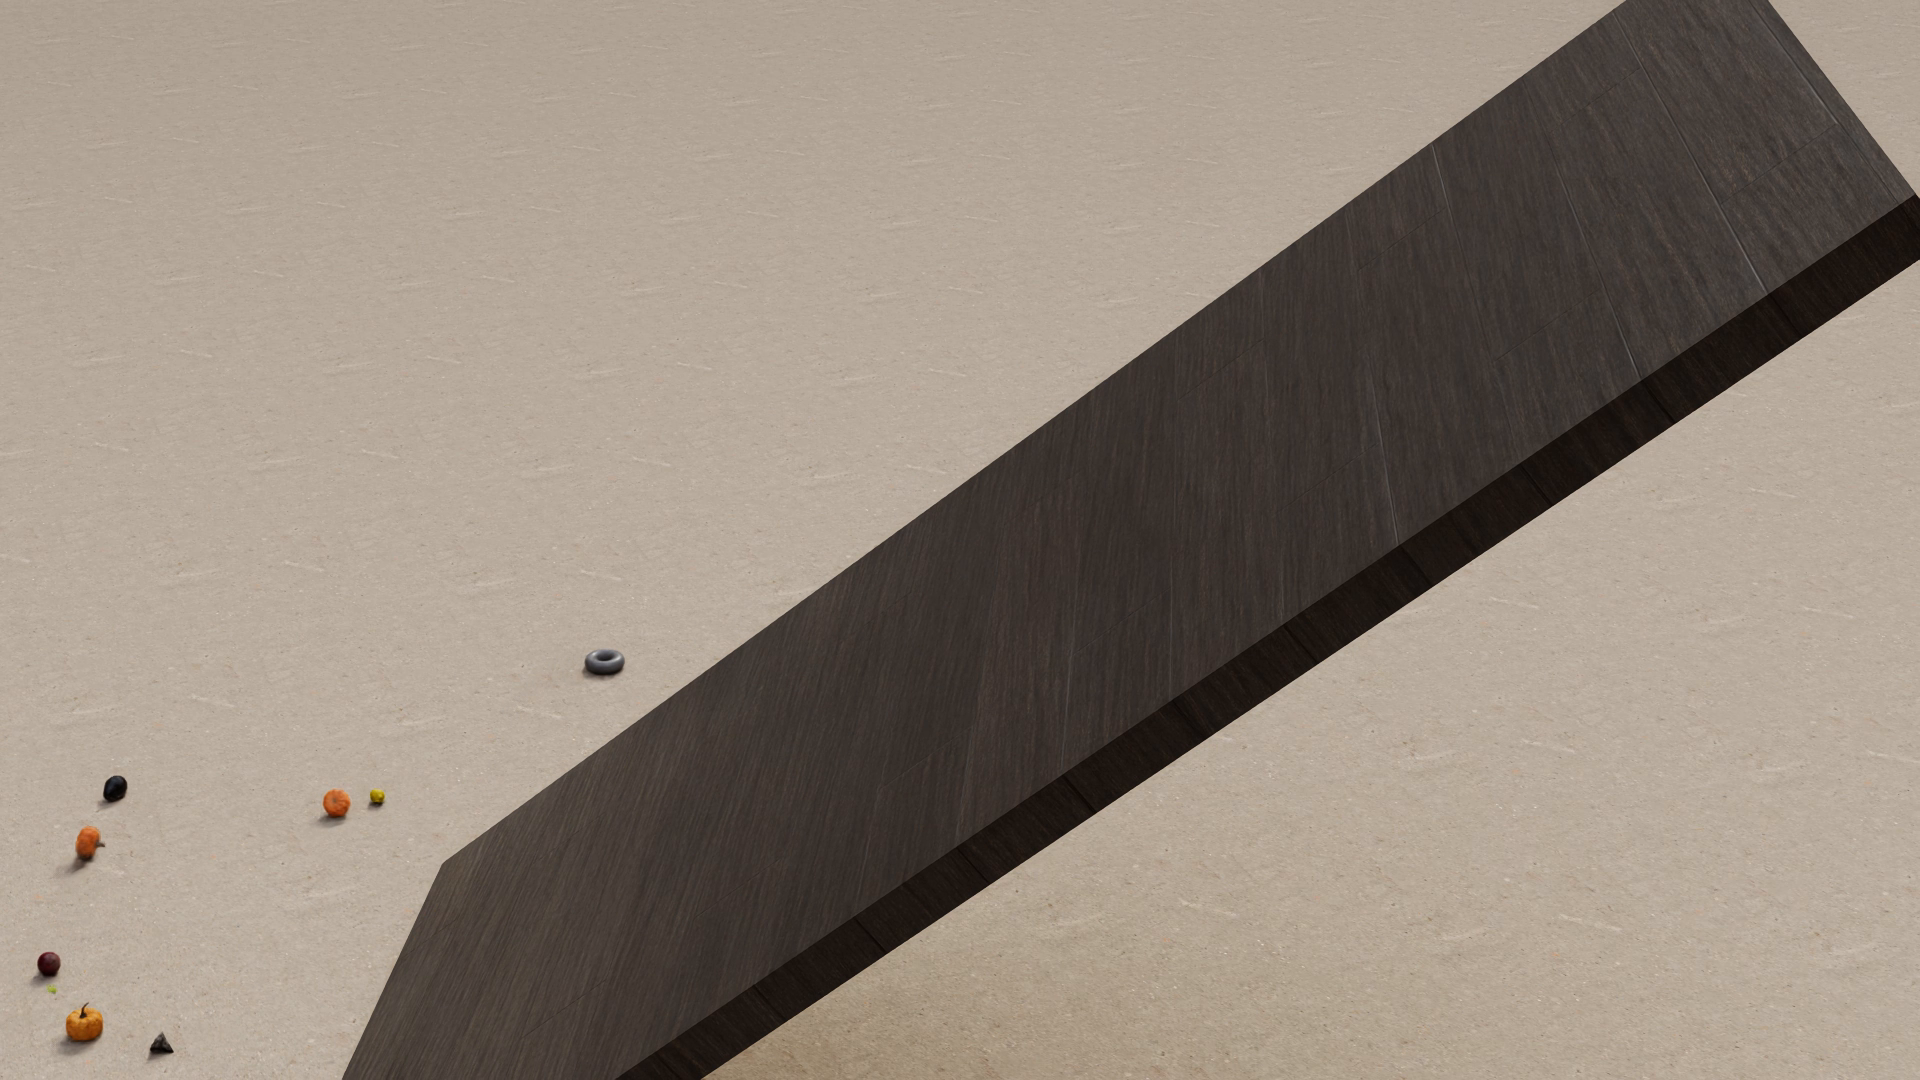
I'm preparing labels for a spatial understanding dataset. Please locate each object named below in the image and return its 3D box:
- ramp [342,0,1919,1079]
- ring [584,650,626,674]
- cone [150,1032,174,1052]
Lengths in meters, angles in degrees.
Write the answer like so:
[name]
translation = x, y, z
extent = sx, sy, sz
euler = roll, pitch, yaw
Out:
[ramp]
translation = 0.121, 0.185, 6.339
extent = 4.000, 0.100, 2.000
euler = -36, 16, 18
[ring]
translation = -1.100, 0.376, 9.102
extent = 0.126, 0.042, 0.126
euler = 0, 25, 0
[cone]
translation = -1.936, 1.235, 7.165
extent = 0.053, 0.053, 0.053
euler = 30, 28, 2
